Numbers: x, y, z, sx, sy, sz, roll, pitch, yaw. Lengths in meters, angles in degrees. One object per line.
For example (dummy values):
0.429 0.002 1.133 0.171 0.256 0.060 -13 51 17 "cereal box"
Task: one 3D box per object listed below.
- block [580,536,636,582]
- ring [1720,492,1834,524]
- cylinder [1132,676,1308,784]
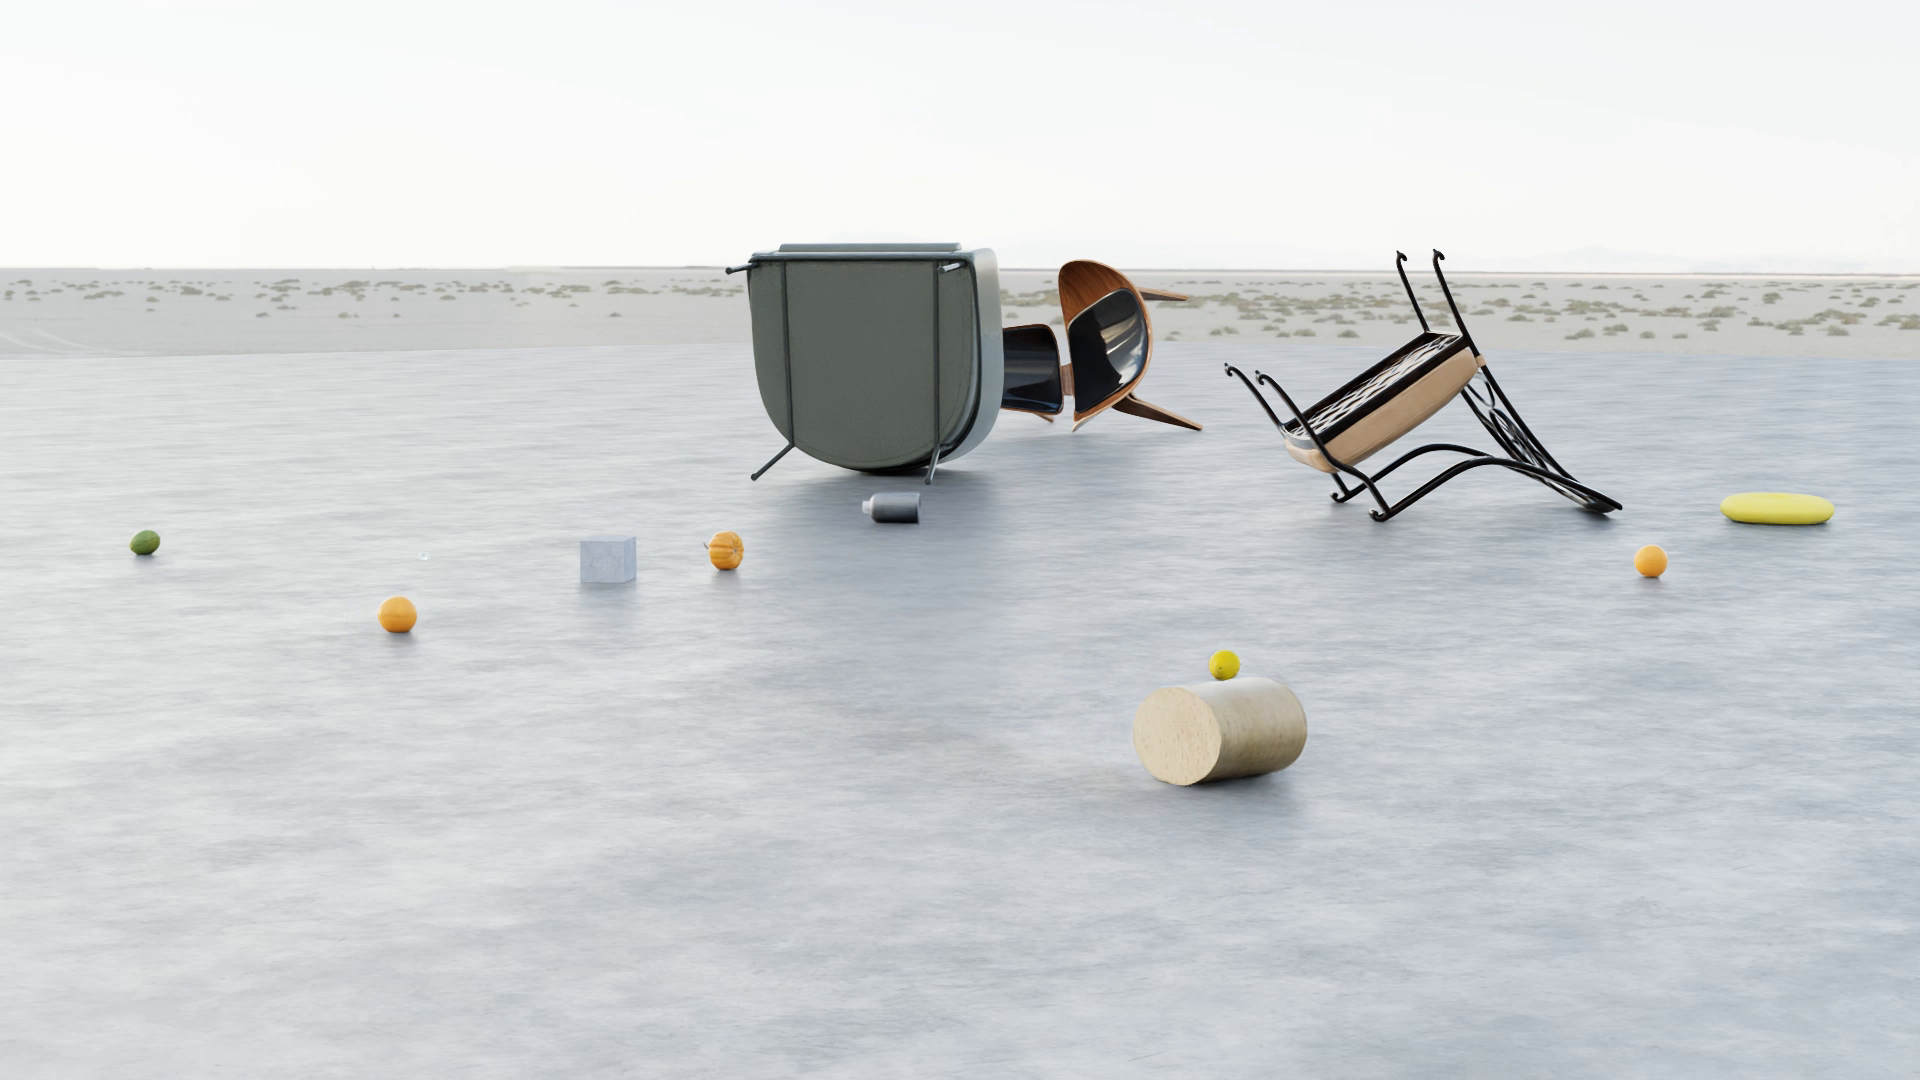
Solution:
-0.765 0.040 5.586 0.097 0.089 0.114 1 6 6 "block"
2.198 -0.084 6.901 0.295 0.068 0.282 2 7 15 "ring"
0.340 0.249 3.362 0.148 0.128 0.180 -4 -1 -35 "cylinder"
